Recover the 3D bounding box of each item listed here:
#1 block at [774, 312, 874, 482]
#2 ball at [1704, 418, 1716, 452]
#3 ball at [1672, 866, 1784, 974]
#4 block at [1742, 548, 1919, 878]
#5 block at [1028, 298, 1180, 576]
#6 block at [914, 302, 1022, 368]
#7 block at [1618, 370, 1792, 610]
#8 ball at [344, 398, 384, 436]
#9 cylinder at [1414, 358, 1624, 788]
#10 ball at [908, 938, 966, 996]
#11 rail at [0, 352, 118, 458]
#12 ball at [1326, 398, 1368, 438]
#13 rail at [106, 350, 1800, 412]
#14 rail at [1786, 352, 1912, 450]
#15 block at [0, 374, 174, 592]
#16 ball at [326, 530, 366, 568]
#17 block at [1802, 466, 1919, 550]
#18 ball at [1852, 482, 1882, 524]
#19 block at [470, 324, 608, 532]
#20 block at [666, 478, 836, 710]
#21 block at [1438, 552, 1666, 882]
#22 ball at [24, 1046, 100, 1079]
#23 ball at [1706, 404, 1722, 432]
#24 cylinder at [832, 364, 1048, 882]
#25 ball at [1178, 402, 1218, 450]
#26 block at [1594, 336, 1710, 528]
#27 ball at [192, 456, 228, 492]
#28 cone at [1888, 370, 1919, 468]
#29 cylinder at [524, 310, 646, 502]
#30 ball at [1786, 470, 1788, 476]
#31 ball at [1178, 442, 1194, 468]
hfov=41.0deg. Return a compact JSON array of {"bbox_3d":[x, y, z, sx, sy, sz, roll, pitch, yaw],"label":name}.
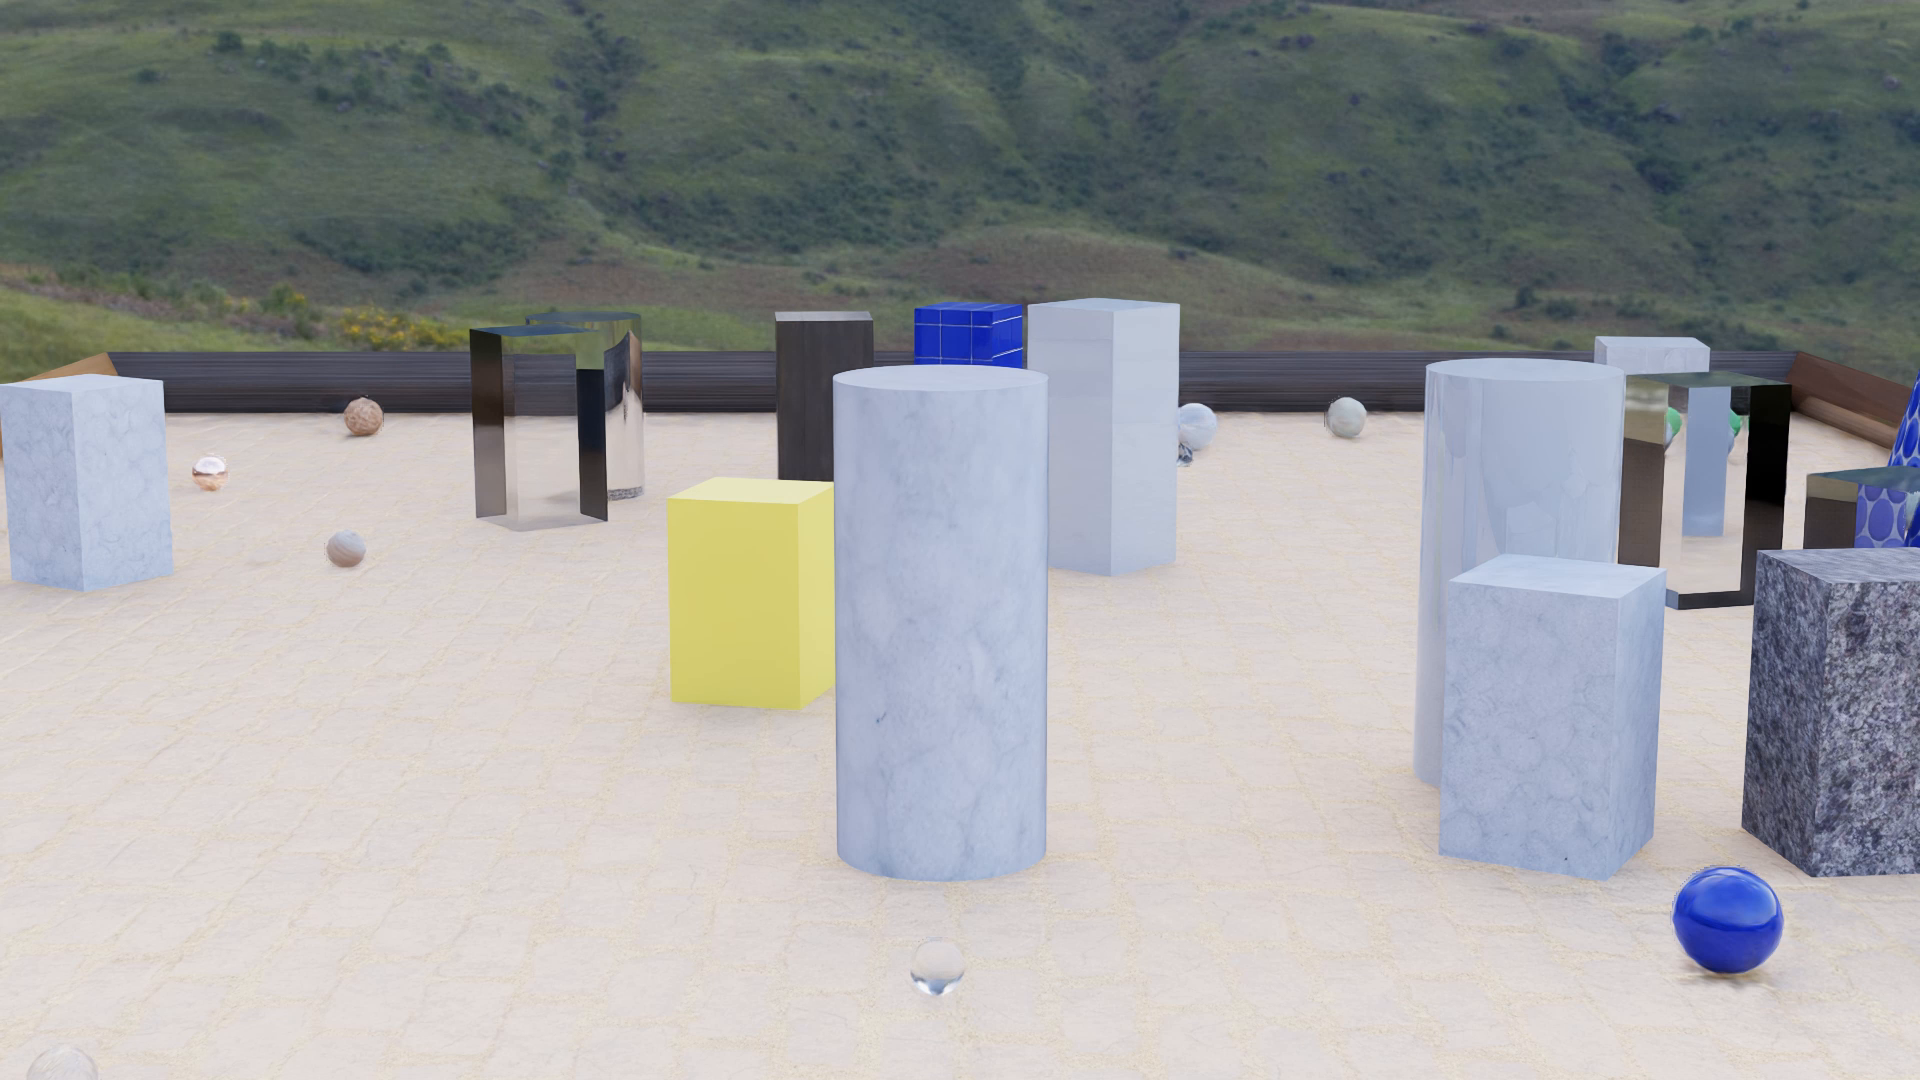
[{"bbox_3d":[-0.227,-0.217,4.290,0.158,0.315,0.158,-1,11,-5],"label":"block"},{"bbox_3d":[1.388,-0.200,4.850,0.078,0.078,0.078,0,10,0],"label":"ball"},{"bbox_3d":[0.623,0.309,2.081,0.086,0.086,0.086,0,10,0],"label":"ball"},{"bbox_3d":[0.843,0.157,2.390,0.158,0.273,0.158,-1,11,-6],"label":"block"},{"bbox_3d":[0.210,-0.155,3.772,0.158,0.382,0.158,9,14,40],"label":"block"},{"bbox_3d":[0.017,-0.306,4.877,0.158,0.276,0.158,4,11,21],"label":"block"},{"bbox_3d":[1.023,-0.071,3.538,0.158,0.302,0.158,-3,11,-16],"label":"block"},{"bbox_3d":[-1.183,-0.244,5.091,0.076,0.076,0.076,0,10,0],"label":"ball"},{"bbox_3d":[0.571,0.035,2.634,0.197,0.423,0.197,0,10,0],"label":"cylinder"},{"bbox_3d":[-0.018,0.339,2.034,0.044,0.044,0.044,0,10,0],"label":"ball"},{"bbox_3d":[-1.770,0.035,3.439,0.045,0.128,4.052,0,10,0],"label":"rail"},{"bbox_3d":[0.763,-0.241,5.065,0.080,0.080,0.080,0,10,0],"label":"ball"},{"bbox_3d":[-0.012,-0.332,5.417,3.587,0.128,0.045,0,10,0],"label":"rail"},{"bbox_3d":[1.770,0.031,3.459,0.045,0.128,4.052,0,10,0],"label":"rail"},{"bbox_3d":[-1.249,-0.085,3.672,0.158,0.281,0.158,7,12,32],"label":"block"},{"bbox_3d":[-0.899,0.013,3.757,0.056,0.056,0.056,0,10,0],"label":"ball"},{"bbox_3d":[1.131,0.044,3.093,0.158,0.239,0.158,-5,12,-26],"label":"block"},{"bbox_3d":[1.464,-0.057,4.099,0.070,0.070,0.070,0,10,0],"label":"ball"},{"bbox_3d":[-0.678,-0.184,4.131,0.158,0.309,0.158,-7,13,-35],"label":"block"},{"bbox_3d":[-0.238,0.060,3.006,0.158,0.239,0.158,3,11,15],"label":"block"},{"bbox_3d":[0.555,0.161,2.399,0.158,0.261,0.158,6,12,30],"label":"block"},{"bbox_3d":[-0.628,0.380,1.795,0.051,0.051,0.051,0,10,0],"label":"ball"},{"bbox_3d":[1.475,-0.236,5.080,0.065,0.065,0.065,0,10,0],"label":"ball"},{"bbox_3d":[-0.017,0.071,2.373,0.197,0.446,0.197,0,10,0],"label":"cylinder"},{"bbox_3d":[0.448,-0.217,4.908,0.090,0.090,0.090,0,10,0],"label":"ball"},{"bbox_3d":[1.107,-0.175,4.133,0.158,0.289,0.158,1,11,7],"label":"block"},{"bbox_3d":[-1.297,-0.115,4.435,0.061,0.061,0.061,0,10,0],"label":"ball"},{"bbox_3d":[1.433,-0.167,3.766,0.197,0.407,0.197,0,10,0],"label":"cone"},{"bbox_3d":[-0.641,-0.231,4.393,0.197,0.305,0.197,0,10,0],"label":"cylinder"},{"bbox_3d":[1.341,-0.113,4.321,0.098,0.098,0.098,0,10,0],"label":"ball"},{"bbox_3d":[0.405,-0.155,4.697,0.045,0.045,0.045,0,10,0],"label":"ball"}]
